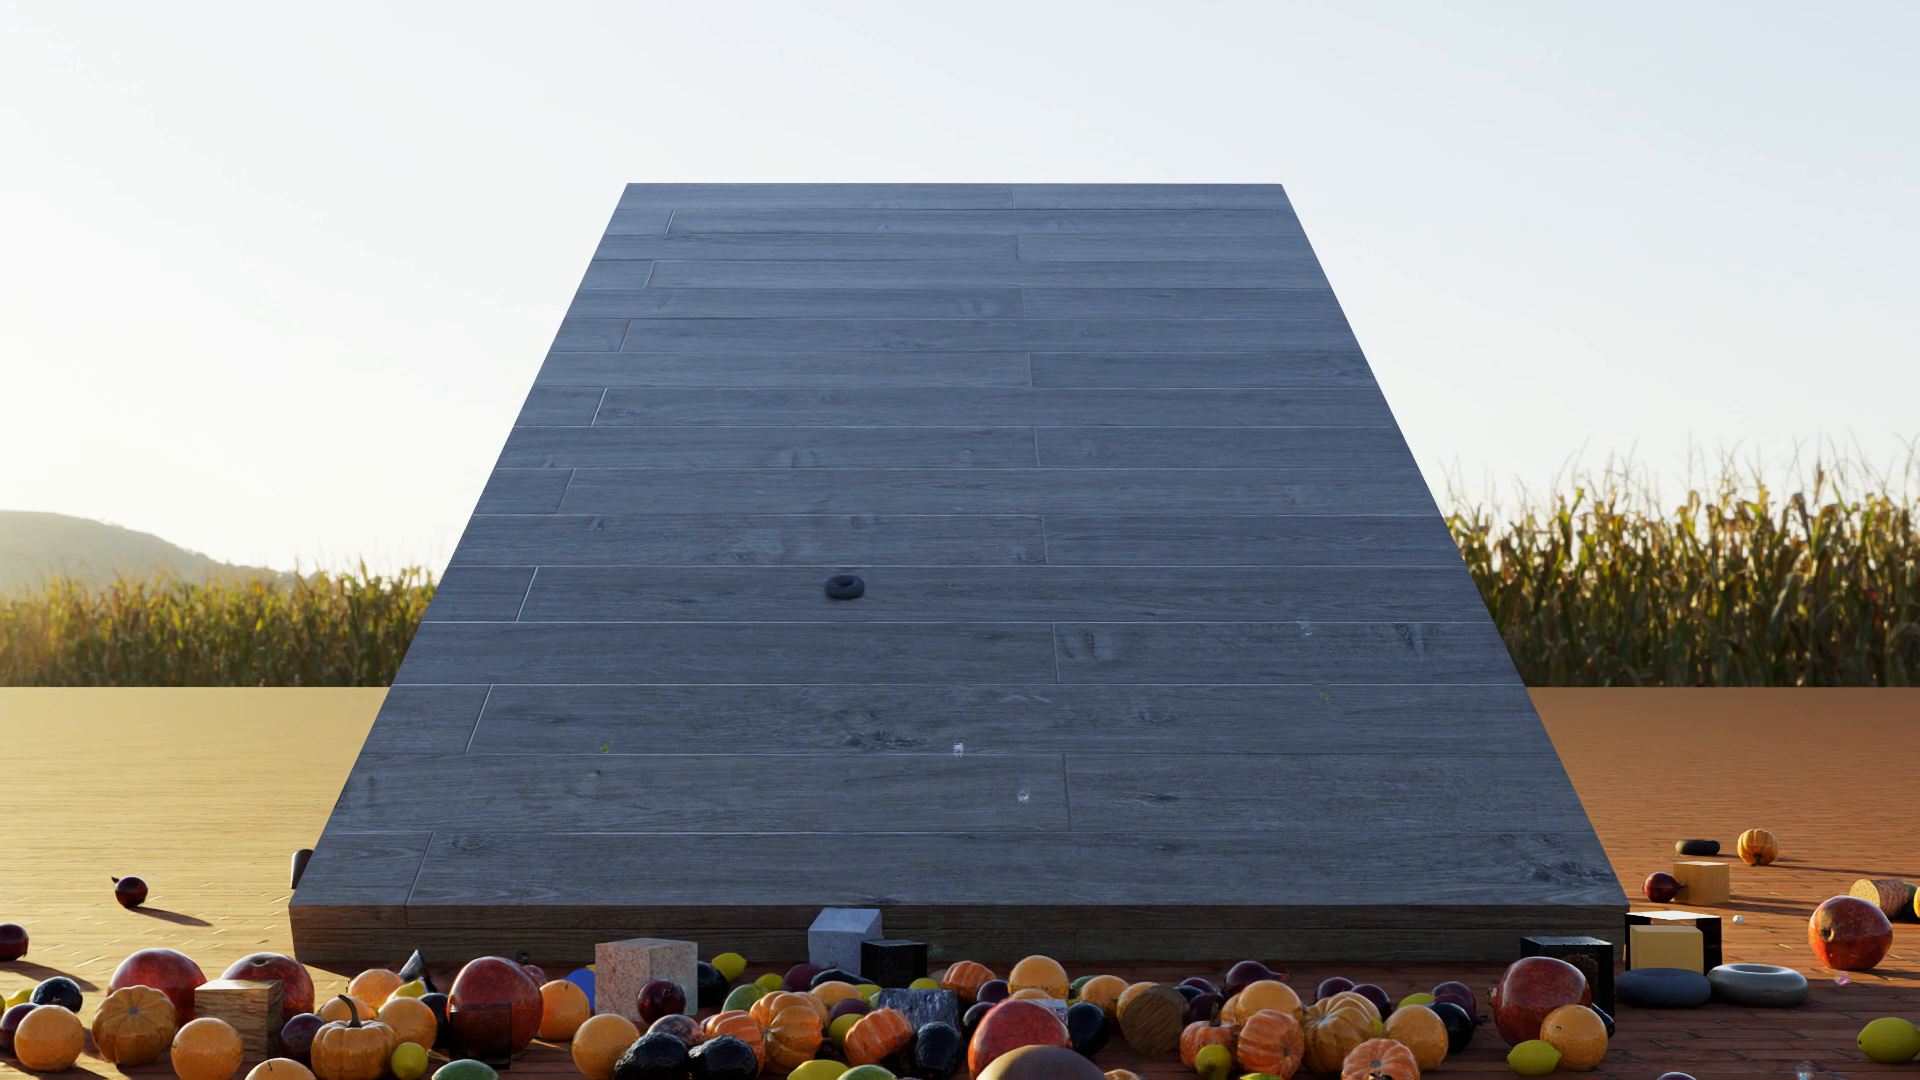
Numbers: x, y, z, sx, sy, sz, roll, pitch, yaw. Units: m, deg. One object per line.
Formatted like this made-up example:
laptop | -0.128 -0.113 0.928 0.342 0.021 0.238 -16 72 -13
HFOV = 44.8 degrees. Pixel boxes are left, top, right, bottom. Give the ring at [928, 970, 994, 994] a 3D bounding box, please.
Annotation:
ring | 0.001 0.599 3.153 0.089 0.030 0.089 0 -5 0

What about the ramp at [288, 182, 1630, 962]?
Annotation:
ramp | -0.008 -0.228 5.314 2.000 0.100 4.000 0 24 0

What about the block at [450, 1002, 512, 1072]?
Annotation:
block | -0.526 0.546 2.558 0.064 0.064 0.064 1 -4 -9

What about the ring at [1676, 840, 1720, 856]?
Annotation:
ring | 1.801 0.750 5.682 0.104 0.035 0.104 -1 -4 0

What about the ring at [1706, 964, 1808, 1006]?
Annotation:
ring | 1.052 0.587 3.073 0.130 0.043 0.130 1 -2 0

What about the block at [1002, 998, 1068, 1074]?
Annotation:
block | 0.081 0.541 2.541 0.070 0.070 0.070 0 -3 0

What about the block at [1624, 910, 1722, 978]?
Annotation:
block | 1.005 0.575 3.280 0.092 0.092 0.092 2 -4 -24

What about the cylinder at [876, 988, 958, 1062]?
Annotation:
cylinder | -0.048 0.541 2.600 0.078 0.078 0.078 -1 -4 11

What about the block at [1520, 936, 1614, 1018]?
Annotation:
block | 0.774 0.557 2.971 0.091 0.091 0.091 0 -3 -4

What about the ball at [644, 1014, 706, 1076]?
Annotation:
ball | -0.304 0.540 2.491 0.066 0.066 0.066 0 -3 0

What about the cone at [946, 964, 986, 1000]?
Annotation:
cone | 0.015 0.599 3.096 0.051 0.051 0.051 29 -12 -16

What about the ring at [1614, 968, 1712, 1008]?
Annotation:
ring | 0.921 0.587 3.052 0.123 0.041 0.123 -1 -3 0

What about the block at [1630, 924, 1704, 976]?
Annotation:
block | 0.962 0.572 3.170 0.085 0.085 0.085 -1 -4 9

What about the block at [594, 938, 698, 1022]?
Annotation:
block | -0.397 0.555 2.944 0.091 0.091 0.091 -2 -4 34

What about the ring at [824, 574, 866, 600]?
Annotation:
ring | -0.220 0.090 4.449 0.078 0.026 0.078 -1 25 0

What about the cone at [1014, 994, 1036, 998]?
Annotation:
cone | 0.084 0.579 2.789 0.054 0.054 0.054 -1 -30 22

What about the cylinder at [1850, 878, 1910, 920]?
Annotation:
cylinder | 1.633 0.637 4.133 0.071 0.071 0.071 2 -4 -23

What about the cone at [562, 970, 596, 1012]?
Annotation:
cone | -0.492 0.592 3.008 0.057 0.057 0.057 2 -30 -25

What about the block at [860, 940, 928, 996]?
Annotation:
block | -0.090 0.581 3.162 0.067 0.067 0.067 2 -4 -28

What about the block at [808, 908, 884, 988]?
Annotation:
block | -0.157 0.567 3.238 0.083 0.083 0.083 -1 13 14

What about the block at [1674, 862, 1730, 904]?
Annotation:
block | 1.421 0.656 4.463 0.073 0.073 0.073 2 -4 -34

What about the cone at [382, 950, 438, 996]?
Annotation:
cone | -0.748 0.598 3.140 0.066 0.066 0.066 -27 3 -13

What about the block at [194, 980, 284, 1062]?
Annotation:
block | -0.814 0.542 2.628 0.080 0.080 0.080 0 -3 -4
